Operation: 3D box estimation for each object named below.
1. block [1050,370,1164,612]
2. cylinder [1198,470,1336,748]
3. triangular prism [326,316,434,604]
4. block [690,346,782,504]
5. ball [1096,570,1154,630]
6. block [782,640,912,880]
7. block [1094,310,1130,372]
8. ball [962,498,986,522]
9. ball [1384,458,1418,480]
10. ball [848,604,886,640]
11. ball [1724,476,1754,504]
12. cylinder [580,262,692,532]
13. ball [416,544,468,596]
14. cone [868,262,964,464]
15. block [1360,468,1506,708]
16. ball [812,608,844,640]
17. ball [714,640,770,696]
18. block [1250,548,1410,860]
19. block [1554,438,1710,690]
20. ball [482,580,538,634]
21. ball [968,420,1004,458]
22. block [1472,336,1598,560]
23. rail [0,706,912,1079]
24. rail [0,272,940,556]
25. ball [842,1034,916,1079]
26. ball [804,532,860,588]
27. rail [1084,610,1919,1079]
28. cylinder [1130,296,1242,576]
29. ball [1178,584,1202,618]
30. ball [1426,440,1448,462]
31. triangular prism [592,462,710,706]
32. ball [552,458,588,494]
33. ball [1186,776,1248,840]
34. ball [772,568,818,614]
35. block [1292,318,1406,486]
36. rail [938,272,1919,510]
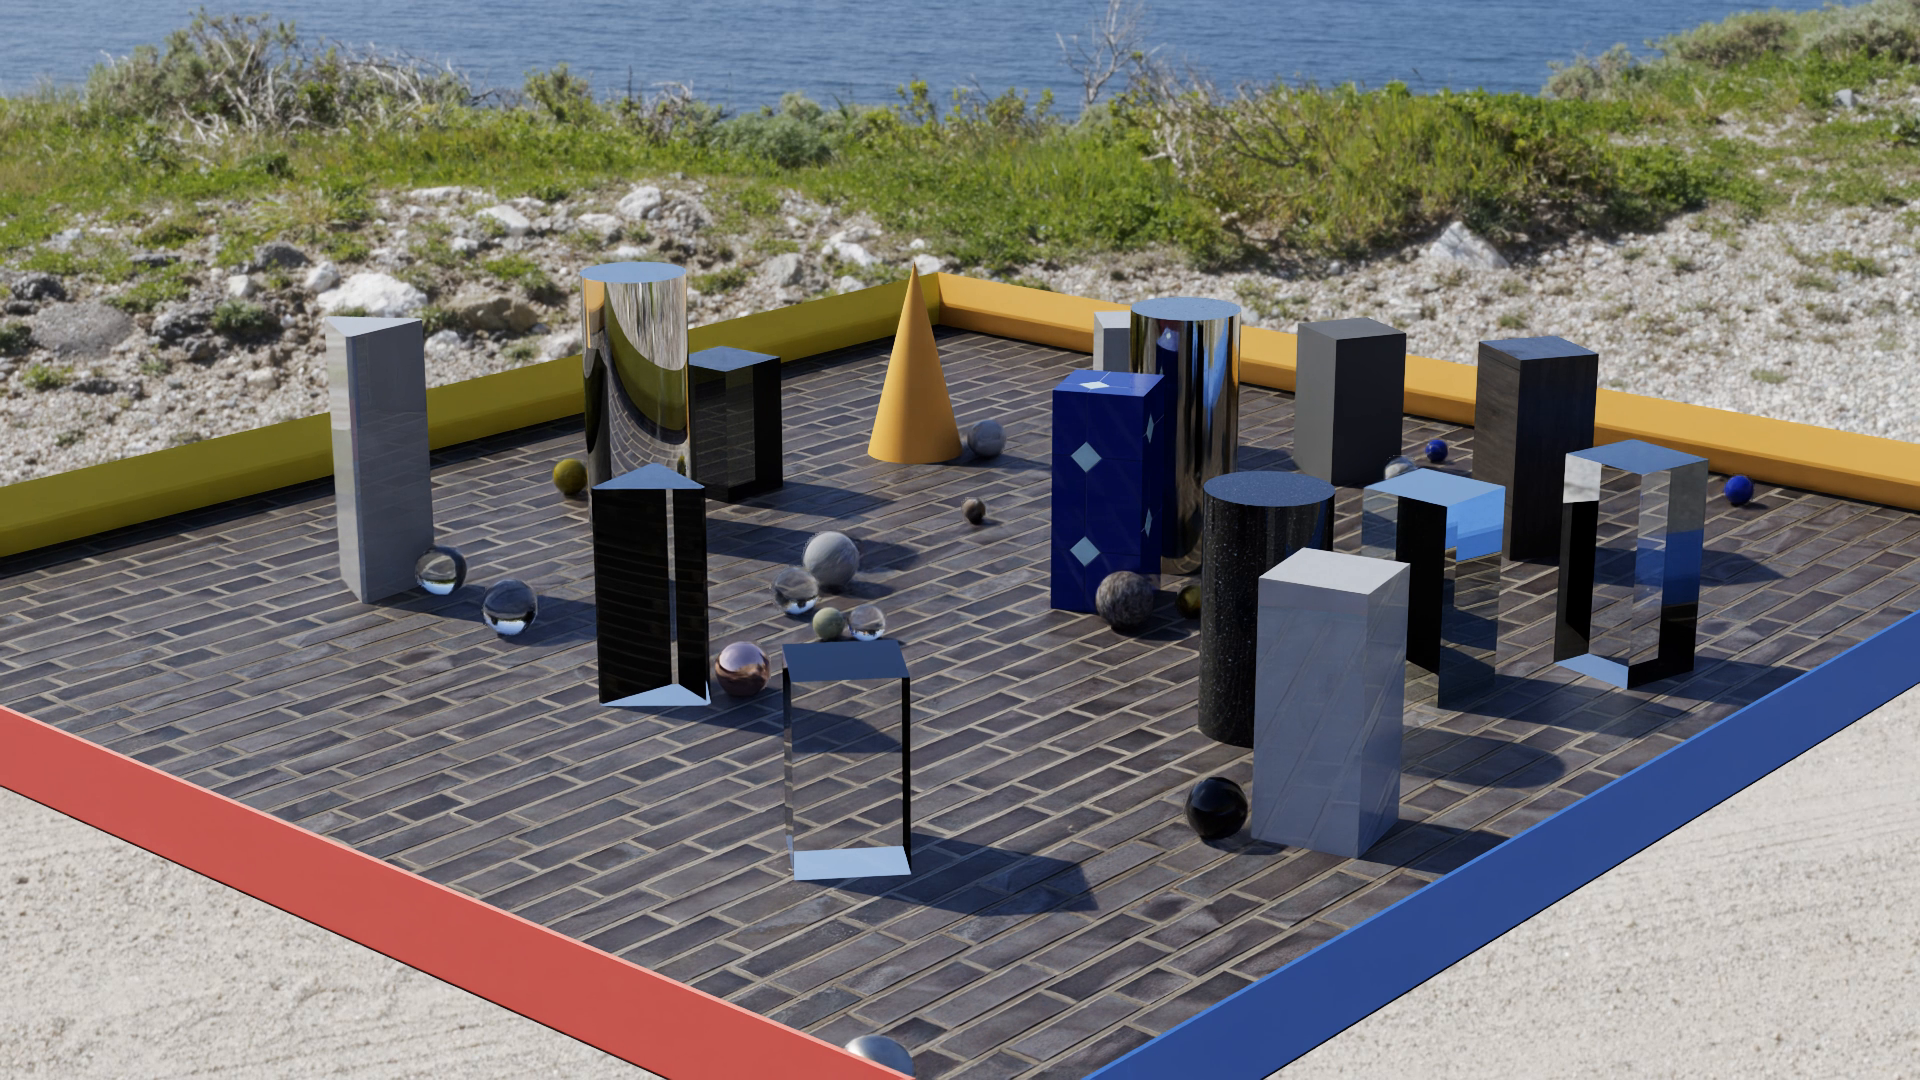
[{"bbox_3d":[0.254,-0.083,5.054,0.158,0.388,0.158,5,17,16],"label":"block"},{"bbox_3d":[0.464,0.104,4.448,0.197,0.380,0.197,0,17,0],"label":"cylinder"},{"bbox_3d":[-1.042,-0.149,5.125,0.148,0.474,0.171,12,21,35],"label":"triangular prism"},{"bbox_3d":[-0.461,-0.228,5.754,0.158,0.263,0.158,13,21,37],"label":"block"},{"bbox_3d":[0.278,0.101,4.946,0.099,0.099,0.099,0,17,0],"label":"ball"},{"bbox_3d":[-0.154,0.297,3.980,0.158,0.282,0.158,-2,17,-7],"label":"block"},{"bbox_3d":[0.363,-0.323,6.052,0.158,0.272,0.158,-1,17,-4],"label":"block"},{"bbox_3d":[0.027,-0.057,5.564,0.044,0.044,0.044,0,17,0],"label":"ball"},{"bbox_3d":[0.867,-0.129,5.763,0.067,0.067,0.067,0,17,0],"label":"ball"},{"bbox_3d":[-0.155,0.139,4.883,0.063,0.063,0.063,0,17,0],"label":"ball"},{"bbox_3d":[1.507,-0.096,5.673,0.056,0.056,0.056,0,17,0],"label":"ball"},{"bbox_3d":[-0.602,-0.261,5.473,0.197,0.487,0.197,0,17,0],"label":"cylinder"},{"bbox_3d":[-0.906,0.052,5.126,0.088,0.088,0.088,0,17,0],"label":"ball"},{"bbox_3d":[-0.092,-0.375,6.003,0.197,0.399,0.197,0,17,0],"label":"cone"},{"bbox_3d":[0.743,0.074,4.638,0.158,0.328,0.158,15,23,41],"label":"block"},{"bbox_3d":[-0.219,0.140,4.893,0.055,0.055,0.055,0,17,0],"label":"ball"},{"bbox_3d":[-0.343,0.203,4.629,0.087,0.087,0.087,0,17,0],"label":"ball"},{"bbox_3d":[0.511,0.223,4.052,0.158,0.380,0.158,9,19,27],"label":"block"},{"bbox_3d":[1.078,0.037,4.717,0.158,0.354,0.158,-12,20,-34],"label":"block"},{"bbox_3d":[-0.755,0.112,4.917,0.094,0.094,0.094,0,17,0],"label":"ball"},{"bbox_3d":[0.053,-0.207,6.005,0.077,0.077,0.077,0,17,0],"label":"ball"},{"bbox_3d":[1.048,-0.170,5.369,0.158,0.374,0.158,-5,18,-17],"label":"block"},{"bbox_3d":[-1.037,0.377,3.976,2.932,0.128,0.045,14,22,39],"label":"rail"},{"bbox_3d":[-1.089,-0.241,6.025,0.045,0.128,3.212,14,22,39],"label":"rail"},{"bbox_3d":[-0.097,0.603,3.286,0.096,0.096,0.096,0,17,0],"label":"ball"},{"bbox_3d":[-0.226,0.035,5.167,0.098,0.098,0.098,0,17,0],"label":"ball"},{"bbox_3d":[1.089,0.305,4.215,0.045,0.128,3.212,14,22,39],"label":"rail"},{"bbox_3d":[0.401,-0.188,5.271,0.197,0.465,0.197,0,17,0],"label":"cylinder"},{"bbox_3d":[0.401,0.105,5.004,0.058,0.058,0.058,0,17,0],"label":"ball"},{"bbox_3d":[0.972,-0.183,5.978,0.046,0.046,0.046,0,17,0],"label":"ball"},{"bbox_3d":[-0.480,0.068,4.615,0.171,0.353,0.148,0,17,-1],"label":"triangular prism"},{"bbox_3d":[-0.763,-0.124,5.742,0.070,0.070,0.070,0,17,0],"label":"ball"},{"bbox_3d":[0.356,0.372,4.066,0.087,0.087,0.087,0,17,0],"label":"ball"},{"bbox_3d":[-0.282,0.087,5.024,0.080,0.080,0.080,0,17,0],"label":"ball"},{"bbox_3d":[0.778,-0.279,5.866,0.158,0.296,0.158,-7,18,-21],"label":"block"},{"bbox_3d":[1.037,-0.313,6.264,2.932,0.128,0.045,14,22,39],"label":"rail"}]
